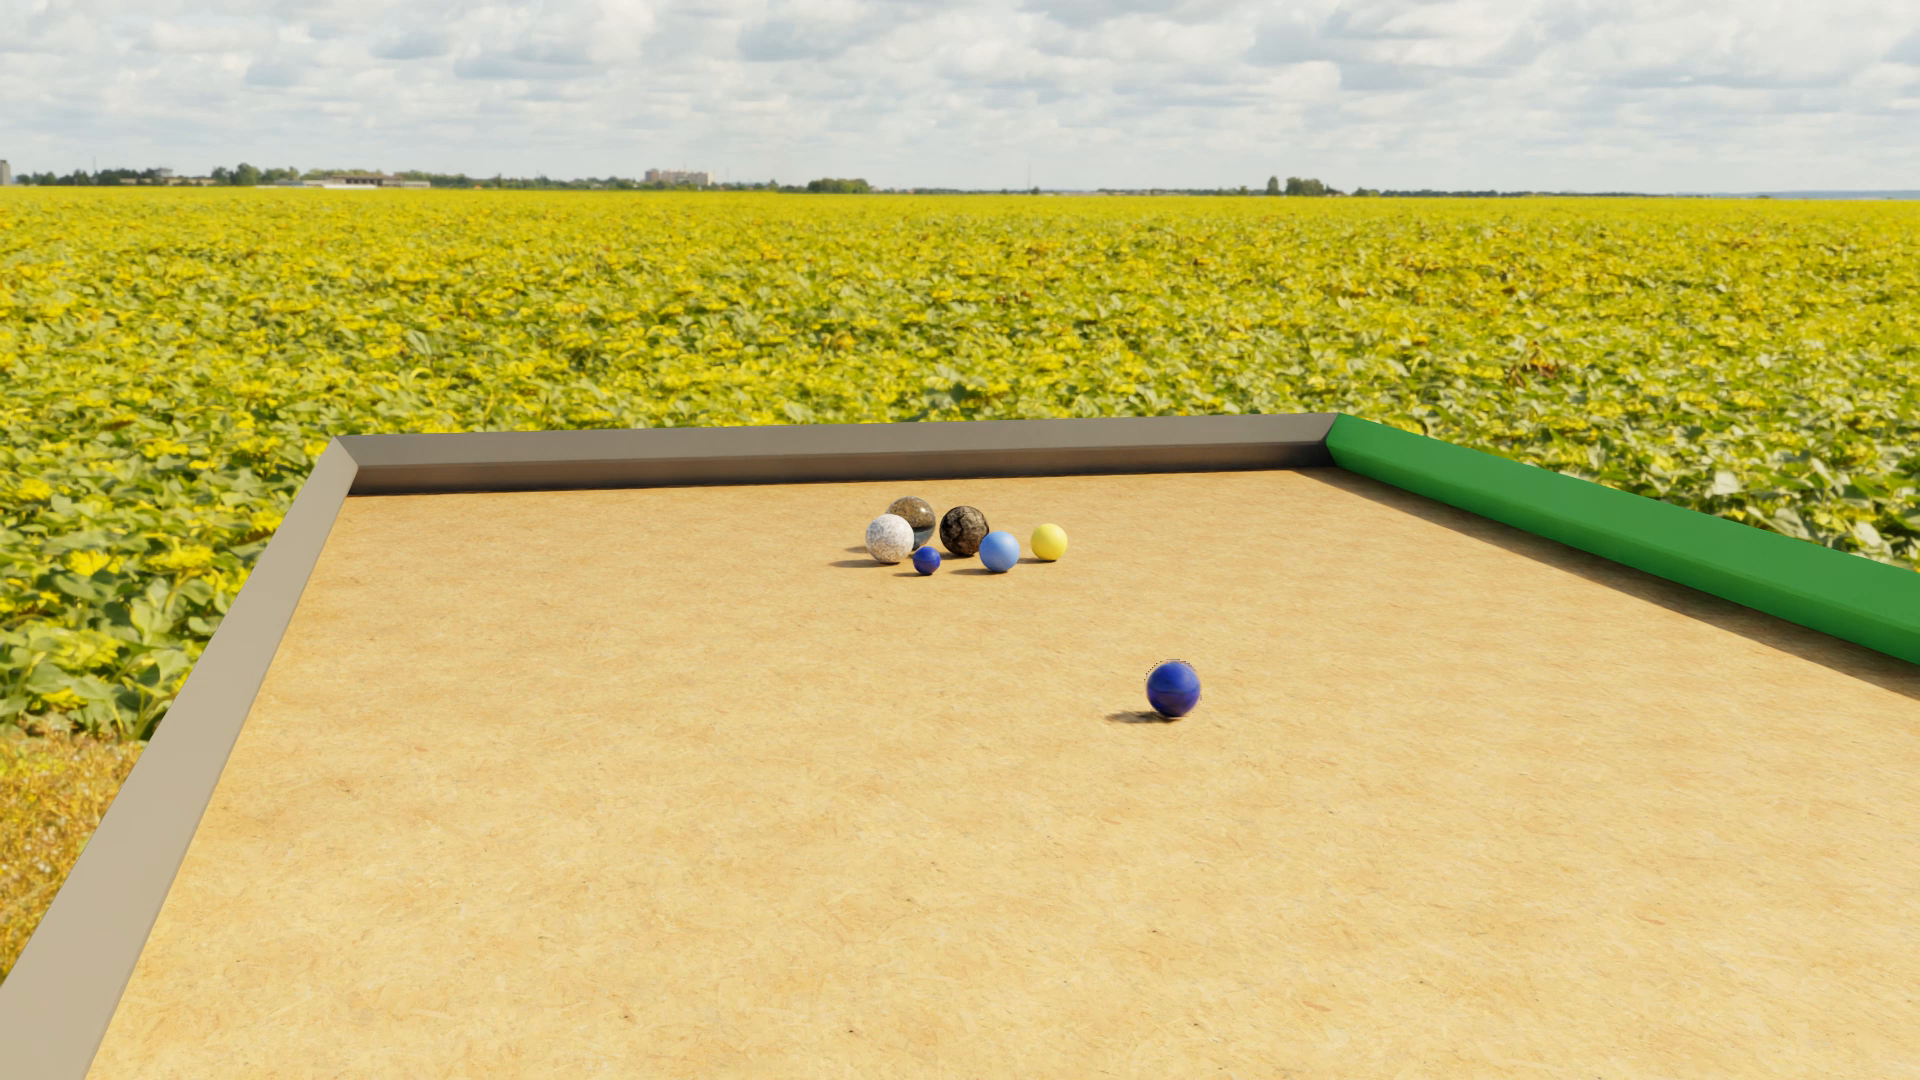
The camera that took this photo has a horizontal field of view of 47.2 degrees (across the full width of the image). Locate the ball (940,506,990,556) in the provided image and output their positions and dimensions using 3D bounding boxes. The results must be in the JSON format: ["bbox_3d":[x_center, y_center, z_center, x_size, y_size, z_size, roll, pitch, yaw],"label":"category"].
[{"bbox_3d":[0.007,-0.014,3.389,0.078,0.078,0.078,0,9,0],"label":"ball"}]

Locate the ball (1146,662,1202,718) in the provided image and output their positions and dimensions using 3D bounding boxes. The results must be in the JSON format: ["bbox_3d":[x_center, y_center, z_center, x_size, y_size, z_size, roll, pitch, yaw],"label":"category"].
[{"bbox_3d":[0.231,0.162,2.378,0.060,0.060,0.060,0,9,0],"label":"ball"}]

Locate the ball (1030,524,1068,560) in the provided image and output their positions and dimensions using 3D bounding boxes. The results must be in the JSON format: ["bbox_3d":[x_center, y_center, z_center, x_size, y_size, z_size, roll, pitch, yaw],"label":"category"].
[{"bbox_3d":[0.135,0.003,3.346,0.057,0.057,0.057,0,9,0],"label":"ball"}]

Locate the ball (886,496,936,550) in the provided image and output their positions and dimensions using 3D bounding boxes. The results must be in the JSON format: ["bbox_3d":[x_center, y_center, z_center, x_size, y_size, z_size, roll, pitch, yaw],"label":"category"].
[{"bbox_3d":[-0.079,-0.027,3.451,0.083,0.083,0.083,0,9,0],"label":"ball"}]

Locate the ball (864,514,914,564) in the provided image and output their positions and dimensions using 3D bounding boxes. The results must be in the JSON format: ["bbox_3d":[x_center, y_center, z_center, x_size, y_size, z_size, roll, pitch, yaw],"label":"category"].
[{"bbox_3d":[-0.107,-0.002,3.322,0.075,0.075,0.075,0,9,0],"label":"ball"}]

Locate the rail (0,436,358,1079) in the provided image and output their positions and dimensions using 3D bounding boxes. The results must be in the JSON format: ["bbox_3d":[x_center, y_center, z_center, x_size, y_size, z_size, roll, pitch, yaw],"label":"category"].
[{"bbox_3d":[-0.741,0.159,2.241,0.045,0.108,3.730,-2,10,-12],"label":"rail"}]

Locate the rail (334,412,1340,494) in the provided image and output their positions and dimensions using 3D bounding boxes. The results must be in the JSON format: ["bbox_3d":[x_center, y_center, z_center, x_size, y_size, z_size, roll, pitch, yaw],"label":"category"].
[{"bbox_3d":[-0.188,-0.167,4.213,1.956,0.108,0.045,-2,10,-12],"label":"rail"}]

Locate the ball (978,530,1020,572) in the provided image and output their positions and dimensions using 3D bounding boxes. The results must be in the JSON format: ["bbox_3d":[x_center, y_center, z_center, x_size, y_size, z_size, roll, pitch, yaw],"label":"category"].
[{"bbox_3d":[0.058,0.017,3.253,0.061,0.061,0.061,0,9,0],"label":"ball"}]

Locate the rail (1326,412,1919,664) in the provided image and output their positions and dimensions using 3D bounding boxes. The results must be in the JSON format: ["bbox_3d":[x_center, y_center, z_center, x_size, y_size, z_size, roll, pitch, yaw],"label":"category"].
[{"bbox_3d":[1.126,0.095,2.630,0.045,0.108,3.730,-2,10,-12],"label":"rail"}]

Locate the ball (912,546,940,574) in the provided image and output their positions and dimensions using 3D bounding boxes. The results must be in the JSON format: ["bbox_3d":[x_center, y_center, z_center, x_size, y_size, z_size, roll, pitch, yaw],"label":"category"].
[{"bbox_3d":[-0.049,0.030,3.231,0.042,0.042,0.042,0,9,0],"label":"ball"}]
